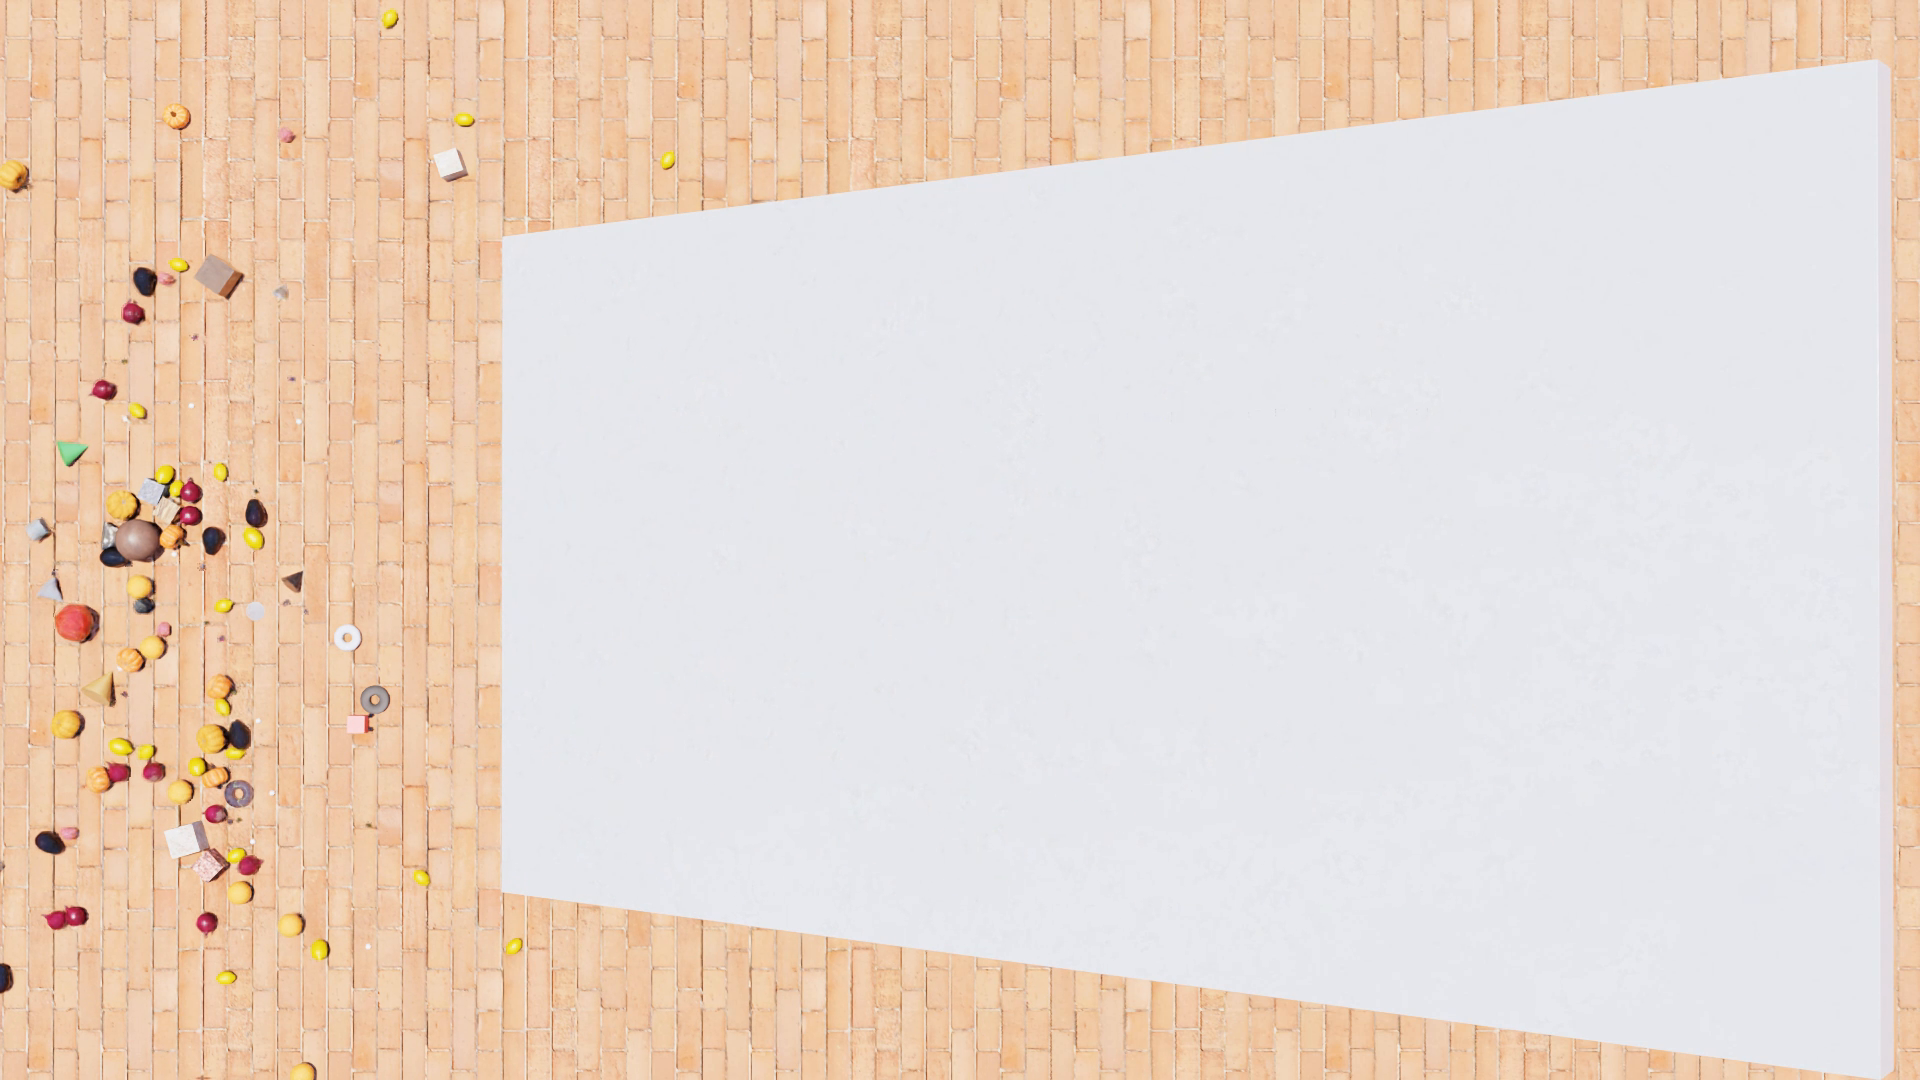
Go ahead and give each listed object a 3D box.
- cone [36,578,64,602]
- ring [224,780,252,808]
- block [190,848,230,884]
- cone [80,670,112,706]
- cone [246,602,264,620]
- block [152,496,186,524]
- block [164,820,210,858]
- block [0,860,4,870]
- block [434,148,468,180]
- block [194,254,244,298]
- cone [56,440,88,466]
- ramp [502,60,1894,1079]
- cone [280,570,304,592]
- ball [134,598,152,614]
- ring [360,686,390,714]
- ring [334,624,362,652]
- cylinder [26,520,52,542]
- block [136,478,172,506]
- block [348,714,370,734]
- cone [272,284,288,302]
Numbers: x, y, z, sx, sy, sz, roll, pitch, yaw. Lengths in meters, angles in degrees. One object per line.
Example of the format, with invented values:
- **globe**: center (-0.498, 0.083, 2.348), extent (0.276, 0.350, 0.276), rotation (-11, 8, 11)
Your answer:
- **cone**: center (-2.789, 0.168, 6.774), extent (0.074, 0.074, 0.074), rotation (-40, 116, 0)
- **ring**: center (-2.222, 0.782, 6.772), extent (0.088, 0.029, 0.088), rotation (0, 89, -1)
- **block**: center (-2.300, 0.999, 6.750), extent (0.071, 0.071, 0.071), rotation (-44, 90, 0)
- **cone**: center (-2.634, 0.441, 6.767), extent (0.099, 0.099, 0.099), rotation (24, 63, 0)
- **cone**: center (-2.176, 0.220, 6.761), extent (0.059, 0.059, 0.059), rotation (0, 90, 0)
- **block**: center (-2.430, -0.090, 6.762), extent (0.062, 0.062, 0.062), rotation (31, 90, 0)
- **block**: center (-2.370, 0.918, 6.742), extent (0.088, 0.088, 0.088), rotation (-16, 90, 0)
- **block**: center (-3.006, 1.004, 6.742), extent (0.086, 0.086, 0.086), rotation (42, 90, 0)
- **block**: center (-1.567, -1.155, 6.765), extent (0.071, 0.071, 0.071), rotation (-19, 90, 0)
- **block**: center (-2.276, -0.811, 6.752), extent (0.091, 0.091, 0.091), rotation (35, 90, 0)
- **cone**: center (-2.725, -0.279, 6.775), extent (0.085, 0.085, 0.085), rotation (-21, 90, -27)
- **ramp**: center (0.232, 0.065, 5.550), extent (4.000, 0.100, 2.000), rotation (0, 89, 37)
- **cone**: center (-2.045, 0.116, 6.777), extent (0.065, 0.065, 0.065), rotation (38, 63, 0)
- **ball**: center (-2.512, 0.202, 6.765), extent (0.052, 0.052, 0.052), rotation (0, 90, 0)
- **ring**: center (-1.803, 0.492, 6.774), extent (0.089, 0.030, 0.089), rotation (0, 90, -1)
- **ring**: center (-1.887, 0.301, 6.777), extent (0.084, 0.028, 0.084), rotation (0, 91, 0)
- **cylinder**: center (-2.835, -0.029, 6.767), extent (0.051, 0.051, 0.051), rotation (-35, 90, 0)
- **block**: center (-2.476, -0.148, 6.760), extent (0.066, 0.066, 0.066), rotation (23, 90, 0)
- **block**: center (-1.851, 0.566, 6.762), extent (0.052, 0.052, 0.052), rotation (1, 90, 0)
- **cone**: center (-2.089, -0.753, 6.786), extent (0.050, 0.050, 0.050), rotation (-30, 116, 0)
